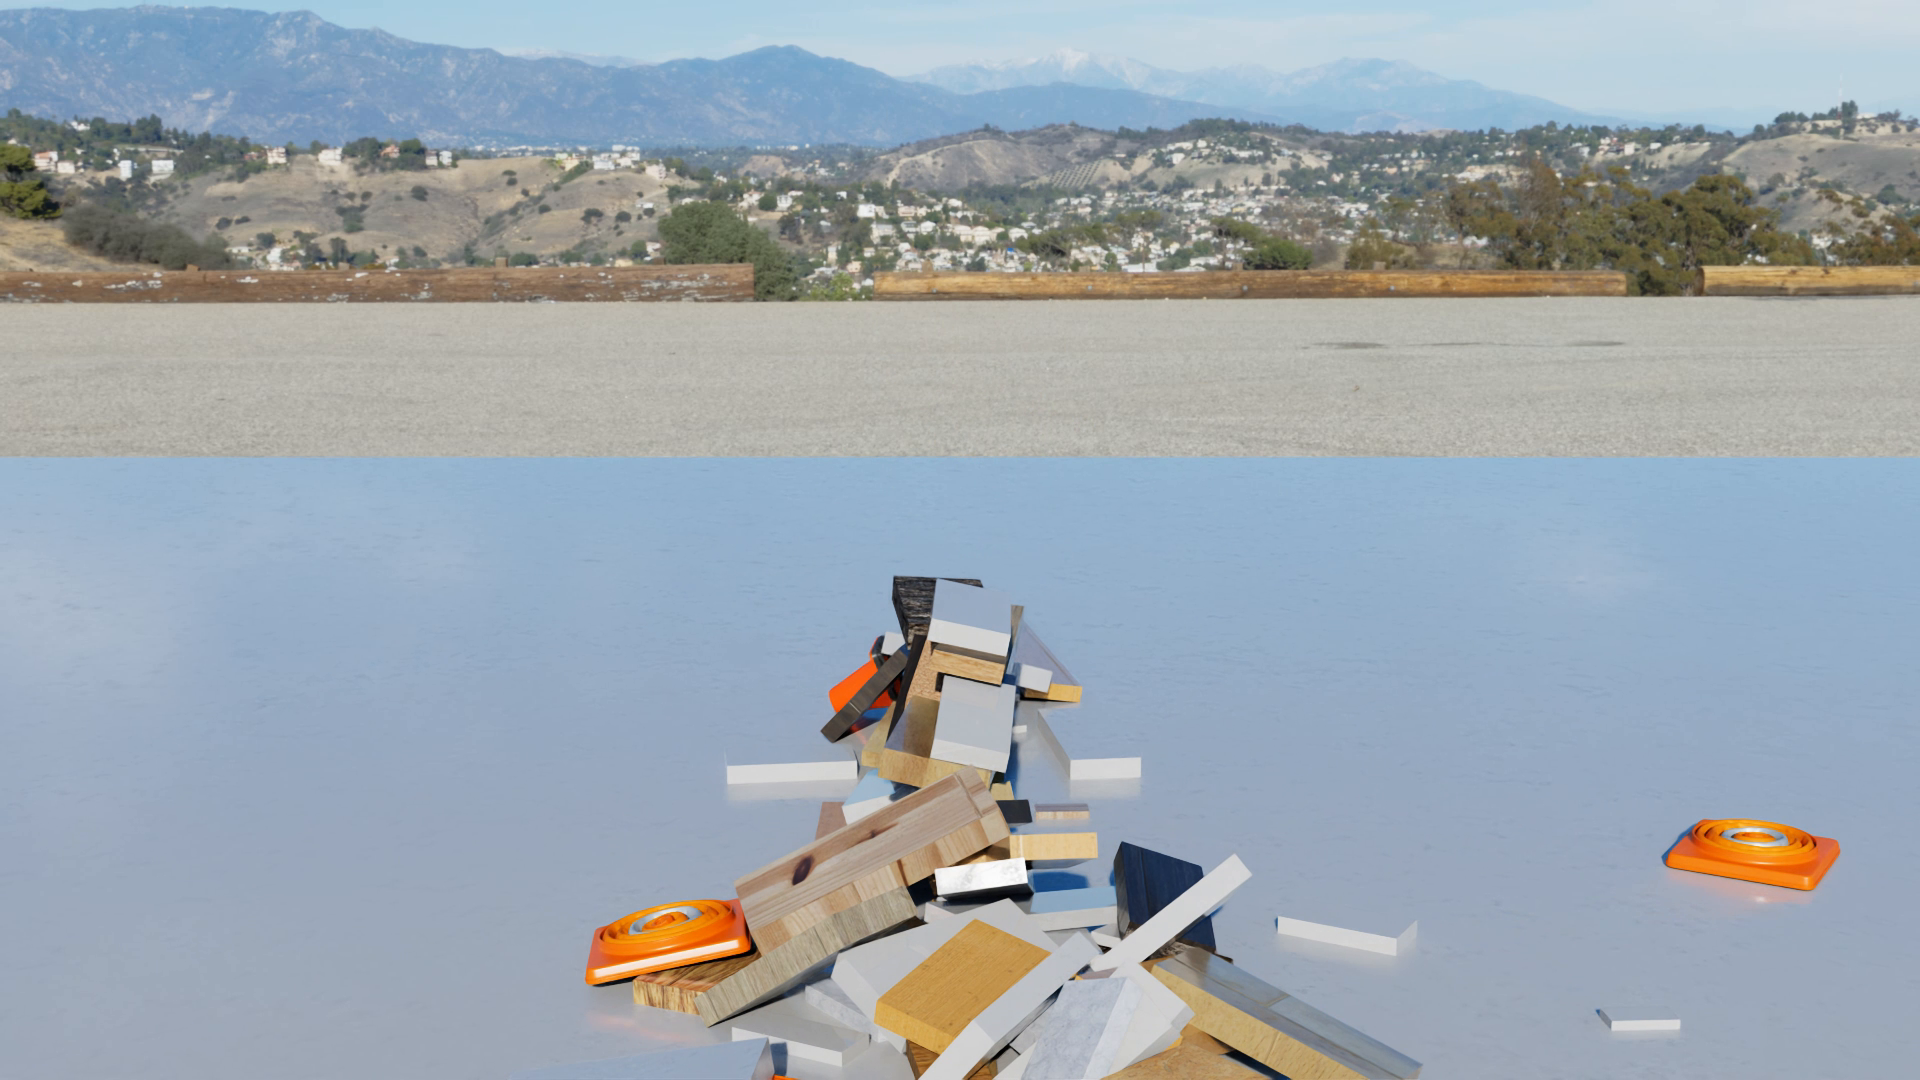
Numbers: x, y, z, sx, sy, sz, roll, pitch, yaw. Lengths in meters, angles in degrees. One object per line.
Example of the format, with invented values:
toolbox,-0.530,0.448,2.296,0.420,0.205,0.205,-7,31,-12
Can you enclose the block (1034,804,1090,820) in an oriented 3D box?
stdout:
block,0.189,0.505,4.091,0.099,0.014,0.049,0,11,-2

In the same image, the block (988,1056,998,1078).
block,0.005,0.720,2.901,0.089,0.025,0.178,0,11,-1

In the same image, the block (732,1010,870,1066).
block,-0.222,0.692,3.061,0.180,0.021,0.072,6,12,28

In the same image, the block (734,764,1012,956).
block,-0.138,0.489,3.376,0.415,0.048,0.170,-26,23,-5

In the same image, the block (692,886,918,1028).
block,-0.218,0.586,3.090,0.318,0.045,0.159,-36,-14,37

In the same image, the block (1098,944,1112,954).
block,0.211,0.634,3.296,0.059,0.017,0.119,-27,9,-5

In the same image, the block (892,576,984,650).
block,-0.029,0.141,4.263,0.175,0.050,0.351,3,13,-7

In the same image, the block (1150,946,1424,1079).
block,0.423,0.644,2.886,0.339,0.048,0.170,25,9,24

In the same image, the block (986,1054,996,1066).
block,0.019,0.672,3.018,0.089,0.025,0.178,3,11,18

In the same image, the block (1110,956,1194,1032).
block,0.183,0.649,2.792,0.112,0.223,0.032,35,-12,43

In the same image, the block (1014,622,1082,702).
block,0.128,0.249,5.357,0.127,0.036,0.975,6,9,-11

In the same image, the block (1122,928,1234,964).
block,0.321,0.623,3.217,0.164,0.082,0.023,13,48,25

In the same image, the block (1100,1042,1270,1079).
block,0.333,0.687,2.559,0.167,0.047,0.335,-10,17,-42

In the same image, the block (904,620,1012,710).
block,-0.001,0.228,3.962,0.140,0.040,0.281,13,36,4

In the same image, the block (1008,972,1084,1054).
block,0.190,0.680,2.911,0.159,0.045,0.318,-7,23,-35

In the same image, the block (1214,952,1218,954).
block,0.309,0.643,3.319,0.164,0.023,0.082,0,11,1

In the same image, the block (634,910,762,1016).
block,-0.327,0.625,3.381,0.126,0.036,0.447,5,12,24

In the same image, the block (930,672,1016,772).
block,0.024,0.296,3.602,0.122,0.035,0.244,12,23,-1

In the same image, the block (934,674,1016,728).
block,0.028,0.277,3.771,0.122,0.035,0.244,12,17,0

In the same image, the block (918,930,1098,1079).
block,0.063,0.606,2.800,0.039,0.136,0.284,45,31,13

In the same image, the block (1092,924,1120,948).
block,0.293,0.600,3.434,0.059,0.017,0.301,10,5,27

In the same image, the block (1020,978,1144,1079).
block,0.135,0.640,2.692,0.112,0.032,0.223,-16,36,47

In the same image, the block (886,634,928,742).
block,-0.026,0.307,3.926,0.175,0.050,0.351,12,35,2

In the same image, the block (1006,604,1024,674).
block,0.020,0.219,4.310,0.170,0.048,0.339,4,25,7

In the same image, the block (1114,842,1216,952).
block,0.313,0.560,3.392,0.136,0.039,0.273,18,17,-4

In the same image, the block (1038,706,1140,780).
block,0.261,0.414,4.510,0.140,0.040,0.392,-1,11,-7

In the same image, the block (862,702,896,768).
block,-0.099,0.356,3.965,0.103,0.029,0.206,10,23,11

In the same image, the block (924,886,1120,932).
block,0.136,0.565,3.349,0.417,0.028,0.098,3,6,-42

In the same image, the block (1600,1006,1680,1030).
block,0.969,0.682,3.136,0.099,0.014,0.049,-1,11,-3

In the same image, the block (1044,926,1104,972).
block,0.131,0.601,3.322,0.126,0.036,0.252,9,4,-8

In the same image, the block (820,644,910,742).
block,-0.180,0.311,4.593,0.036,0.254,0.127,44,18,3
